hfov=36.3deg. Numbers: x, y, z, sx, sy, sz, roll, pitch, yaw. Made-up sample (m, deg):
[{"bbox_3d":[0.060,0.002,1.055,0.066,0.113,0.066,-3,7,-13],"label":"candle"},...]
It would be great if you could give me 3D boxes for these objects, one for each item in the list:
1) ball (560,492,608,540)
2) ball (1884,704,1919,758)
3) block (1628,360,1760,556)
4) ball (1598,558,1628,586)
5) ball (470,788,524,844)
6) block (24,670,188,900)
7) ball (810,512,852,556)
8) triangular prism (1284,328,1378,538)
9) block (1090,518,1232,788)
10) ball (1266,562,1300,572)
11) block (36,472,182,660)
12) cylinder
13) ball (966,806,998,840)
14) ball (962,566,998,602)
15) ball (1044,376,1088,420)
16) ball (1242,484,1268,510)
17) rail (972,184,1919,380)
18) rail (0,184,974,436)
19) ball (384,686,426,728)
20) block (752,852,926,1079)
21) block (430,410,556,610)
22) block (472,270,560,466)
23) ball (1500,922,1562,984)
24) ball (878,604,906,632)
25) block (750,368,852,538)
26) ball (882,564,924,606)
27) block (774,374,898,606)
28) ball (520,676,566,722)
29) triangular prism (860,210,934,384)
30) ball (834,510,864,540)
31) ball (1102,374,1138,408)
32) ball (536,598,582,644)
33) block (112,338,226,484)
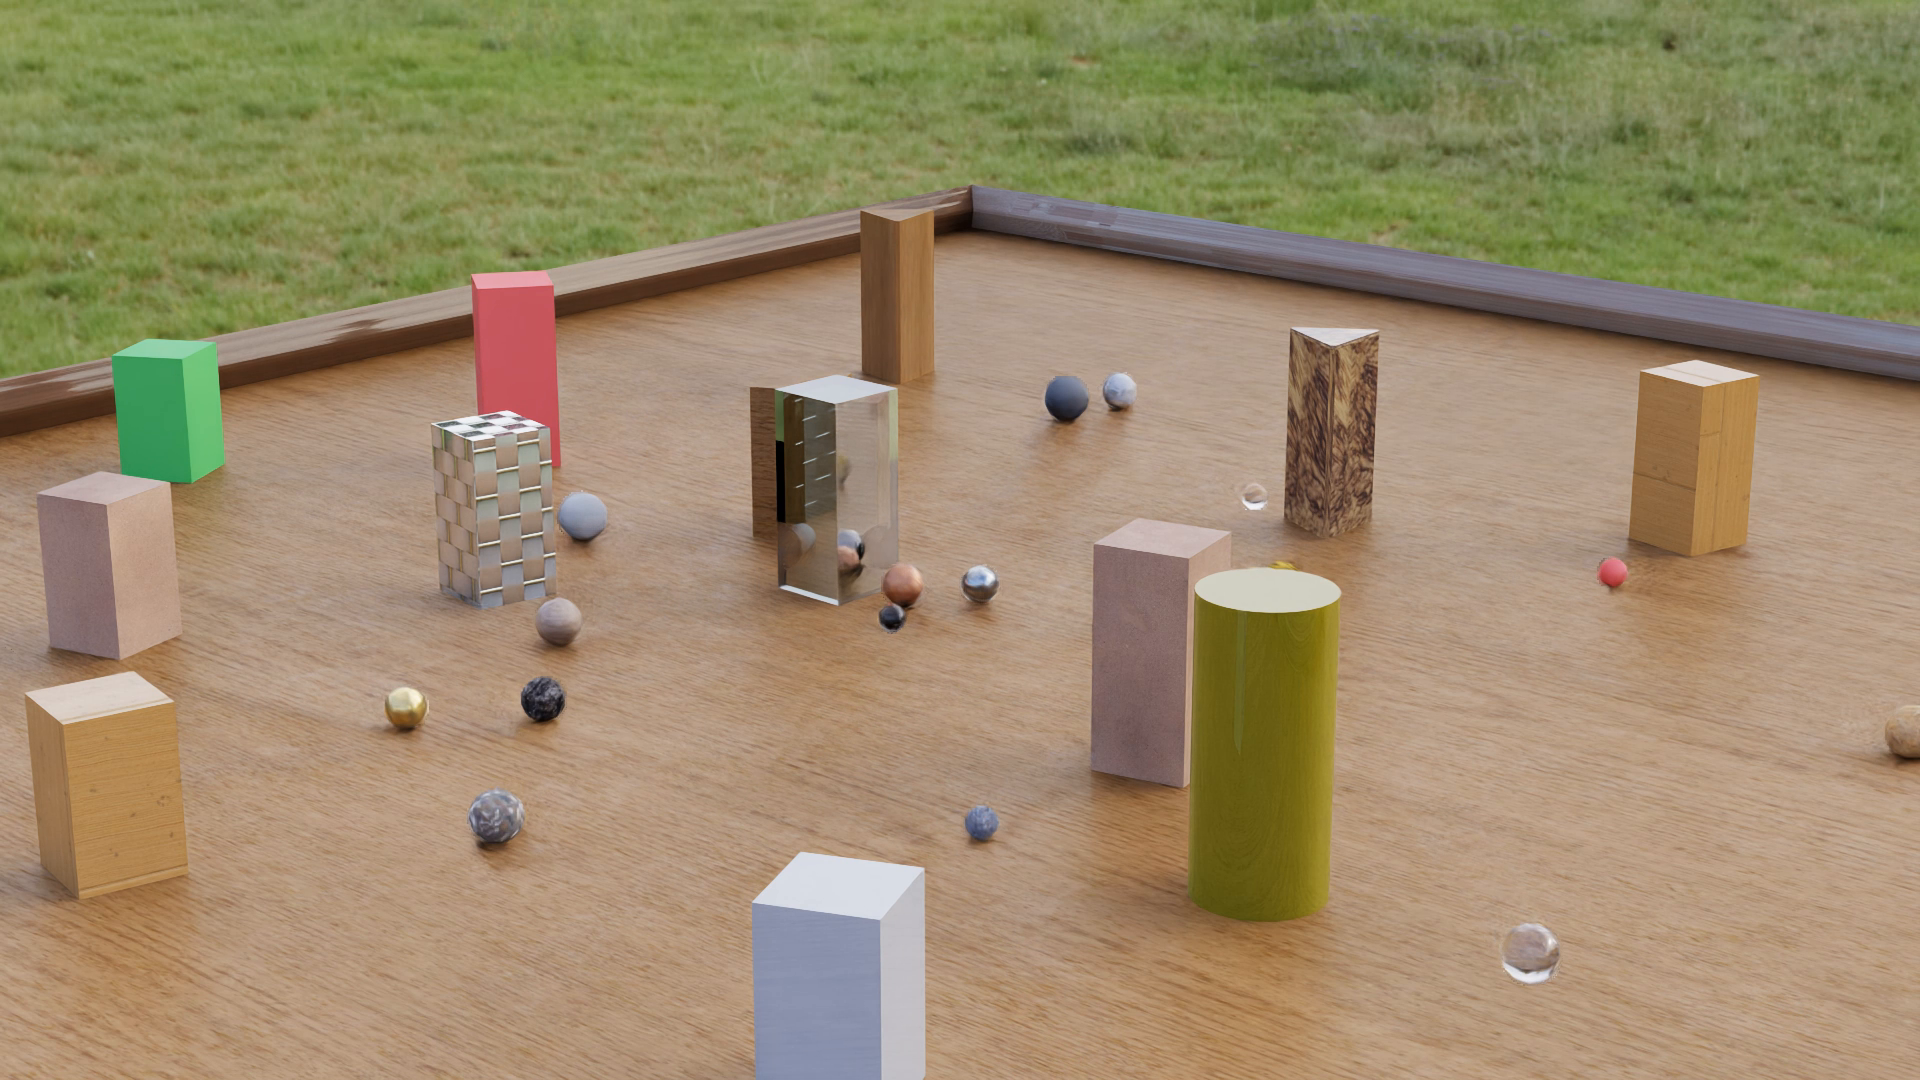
[{"bbox_3d":[-0.697,-0.044,5.428,0.088,0.088,0.088,0,17,0],"label":"ball"},{"bbox_3d":[1.415,0.285,4.359,0.079,0.079,0.079,0,17,0],"label":"ball"},{"bbox_3d":[1.348,-0.152,5.387,0.150,0.318,0.150,-11,20,-33],"label":"block"},{"bbox_3d":[1.150,0.057,5.160,0.050,0.050,0.050,0,17,0],"label":"ball"},{"bbox_3d":[-0.639,0.381,4.046,0.076,0.076,0.076,0,17,0],"label":"ball"},{"bbox_3d":[-1.144,0.326,3.931,0.150,0.246,0.150,-12,20,-34],"label":"block"},{"bbox_3d":[-0.235,-0.012,5.337,0.079,0.079,0.079,0,17,0],"label":"ball"},{"bbox_3d":[0.674,-0.209,5.491,0.141,0.368,0.162,13,21,36],"label":"triangular prism"},{"bbox_3d":[0.294,0.163,4.295,0.150,0.348,0.150,9,19,27],"label":"block"},{"bbox_3d":[0.554,0.075,5.052,0.078,0.078,0.078,0,17,0],"label":"ball"},{"bbox_3d":[-1.405,0.041,4.846,0.150,0.264,0.150,8,19,25],"label":"block"},{"bbox_3d":[0.395,0.266,3.828,0.187,0.421,0.187,0,17,0],"label":"cylinder"},{"bbox_3d":[0.030,0.391,4.062,0.046,0.046,0.046,0,17,0],"label":"ball"},{"bbox_3d":[0.034,0.076,5.073,0.063,0.063,0.063,0,17,0],"label":"ball"},{"bbox_3d":[0.228,-0.303,6.275,0.094,0.094,0.094,0,17,0],"label":"ball"},{"bbox_3d":[0.566,-0.083,5.622,0.051,0.051,0.051,0,17,0],"label":"ball"},{"bbox_3d":[1.686,-0.532,6.980,4.420,0.122,0.045,14,22,39],"label":"rail"},{"bbox_3d":[-1.651,-0.384,6.493,0.045,0.122,5.191,14,22,39],"label":"rail"},{"bbox_3d":[-0.847,0.256,4.479,0.065,0.065,0.065,0,17,0],"label":"ball"},{"bbox_3d":[-0.134,0.509,3.305,0.150,0.260,0.150,5,18,17],"label":"block"},{"bbox_3d":[-0.809,-0.054,5.095,0.150,0.300,0.150,-12,21,-35],"label":"block"},{"bbox_3d":[-0.898,-0.343,5.928,0.150,0.372,0.150,-4,17,-13],"label":"block"},{"bbox_3d":[0.705,0.510,3.621,0.074,0.074,0.074,0,17,0],"label":"ball"},{"bbox_3d":[-0.113,0.131,4.921,0.047,0.047,0.047,0,17,0],"label":"ball"},{"bbox_3d":[-0.294,-0.159,5.465,0.150,0.287,0.150,4,17,14],"label":"block"},{"bbox_3d":[-0.097,0.077,5.058,0.072,0.072,0.072,0,17,0],"label":"ball"},{"bbox_3d":[-0.214,-0.089,5.110,0.150,0.359,0.150,15,23,41],"label":"block"},{"bbox_3d":[-0.641,0.245,4.509,0.068,0.068,0.068,0,17,0],"label":"ball"},{"bbox_3d":[-0.121,-0.558,6.639,0.141,0.371,0.162,-10,20,-30],"label":"triangular prism"},{"bbox_3d":[-0.204,-0.029,5.437,0.056,0.056,0.056,0,17,0],"label":"ball"},{"bbox_3d":[0.348,-0.324,6.380,0.075,0.075,0.075,0,17,0],"label":"ball"},{"bbox_3d":[-0.664,0.135,4.855,0.077,0.077,0.077,0,17,0],"label":"ball"},{"bbox_3d":[-1.580,-0.259,5.856,0.150,0.252,0.150,3,17,11],"label":"block"}]
